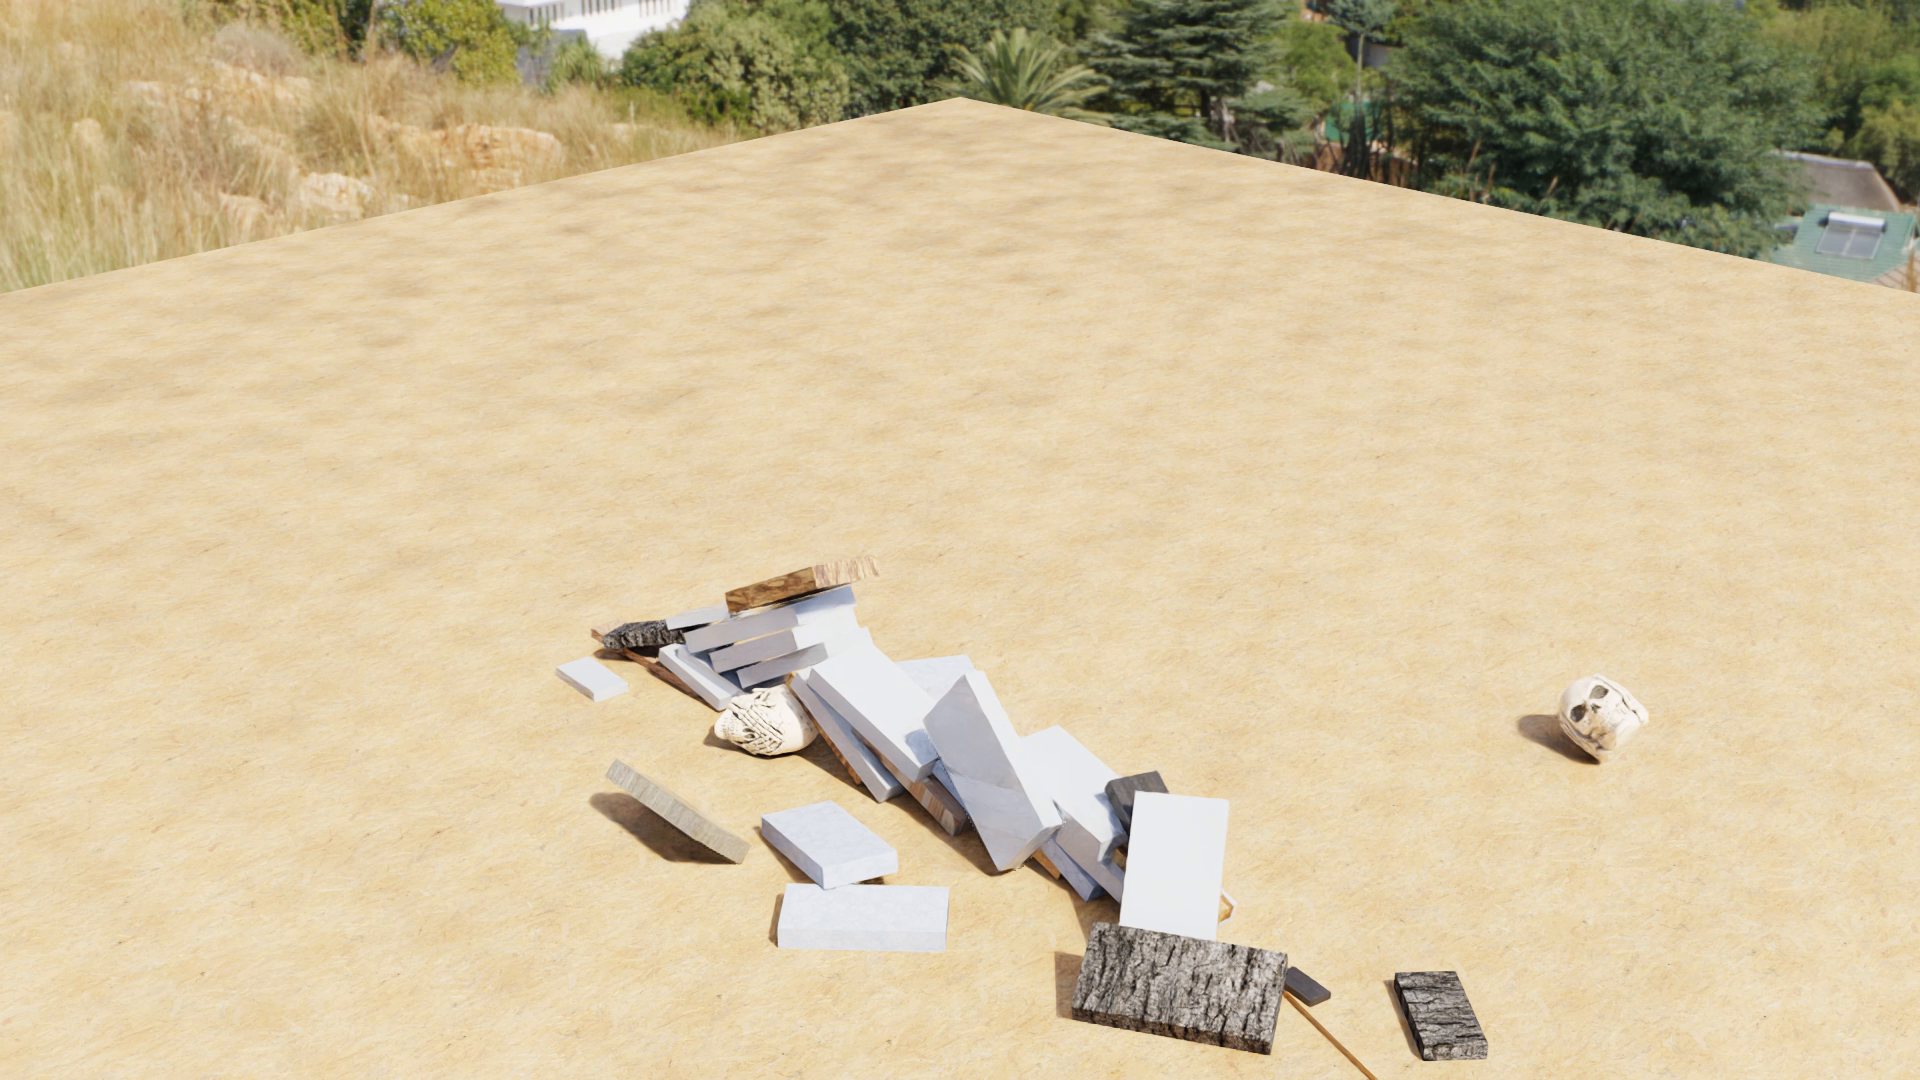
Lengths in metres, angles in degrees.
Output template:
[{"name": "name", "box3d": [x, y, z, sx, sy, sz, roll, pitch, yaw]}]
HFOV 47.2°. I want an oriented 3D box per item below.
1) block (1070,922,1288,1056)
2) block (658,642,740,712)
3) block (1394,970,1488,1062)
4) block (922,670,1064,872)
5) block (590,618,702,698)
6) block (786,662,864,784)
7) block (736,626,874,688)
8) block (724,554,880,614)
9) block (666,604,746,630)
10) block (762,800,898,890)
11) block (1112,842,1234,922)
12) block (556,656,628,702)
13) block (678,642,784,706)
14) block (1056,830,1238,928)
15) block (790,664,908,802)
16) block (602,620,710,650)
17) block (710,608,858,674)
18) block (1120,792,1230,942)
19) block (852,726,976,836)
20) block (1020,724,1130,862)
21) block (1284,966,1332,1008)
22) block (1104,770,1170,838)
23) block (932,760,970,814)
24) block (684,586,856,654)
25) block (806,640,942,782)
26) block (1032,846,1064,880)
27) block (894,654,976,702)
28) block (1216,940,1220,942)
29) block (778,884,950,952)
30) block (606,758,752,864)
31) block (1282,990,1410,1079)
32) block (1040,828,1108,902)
[{"name": "block", "box3d": [0.379, 0.770, 3.790, 0.343, 0.049, 0.171, 7, 51, 16]}, {"name": "block", "box3d": [-0.565, 0.298, 4.945, 0.112, 0.032, 0.224, -19, 42, -40]}, {"name": "block", "box3d": [0.827, 0.819, 3.792, 0.108, 0.031, 0.217, -1, 23, -3]}, {"name": "block", "box3d": [0.059, 0.442, 4.223, 0.049, 0.171, 0.343, -8, 60, -40]}, {"name": "block", "box3d": [-0.699, 0.270, 5.093, 0.085, 0.024, 0.427, -20, 30, -38]}, {"name": "block", "box3d": [-0.232, 0.377, 4.640, 0.141, 0.040, 0.283, -17, 58, -39]}, {"name": "block", "box3d": [-0.338, 0.254, 4.771, 0.283, 0.040, 0.141, -20, -1, 41]}, {"name": "block", "box3d": [-0.340, 0.094, 4.699, 0.167, 0.047, 0.334, -11, -3, -40]}, {"name": "block", "box3d": [-0.571, 0.169, 4.983, 0.171, 0.024, 0.086, -11, 8, 27]}, {"name": "block", "box3d": [-0.256, 0.587, 4.260, 0.153, 0.043, 0.305, -10, 17, -26]}, {"name": "block", "box3d": [0.392, 0.632, 4.055, 0.108, 0.031, 0.217, -16, 44, -35]}, {"name": "block", "box3d": [-0.835, 0.315, 4.986, 0.085, 0.024, 0.171, -18, 29, -36]}, {"name": "block", "box3d": [-0.513, 0.286, 4.919, 0.224, 0.032, 0.112, 31, 36, 30]}, {"name": "block", "box3d": [0.348, 0.623, 4.121, 0.162, 0.046, 0.324, -18, 45, -37]}, {"name": "block", "box3d": [-0.193, 0.385, 4.587, 0.164, 0.046, 0.328, -19, 59, -40]}, {"name": "block", "box3d": [-0.699, 0.213, 5.070, 0.224, 0.032, 0.112, -6, 11, 23]}, {"name": "block", "box3d": [-0.385, 0.220, 4.787, 0.167, 0.047, 0.334, -18, 0, -39]}, {"name": "block", "box3d": [0.383, 0.629, 3.953, 0.171, 0.049, 0.347, 4, 62, 10]}, {"name": "block", "box3d": [-0.054, 0.452, 4.486, 0.164, 0.046, 0.328, -20, 52, -39]}, {"name": "block", "box3d": [0.224, 0.480, 4.207, 0.162, 0.046, 0.324, -16, 39, -35]}, {"name": "block", "box3d": [0.600, 0.784, 3.861, 0.049, 0.014, 0.097, -15, 27, -31]}, {"name": "block", "box3d": [0.363, 0.534, 4.088, 0.108, 0.031, 0.217, -8, 53, -27]}, {"name": "block", "box3d": [0.058, 0.512, 4.393, 0.112, 0.032, 0.224, -21, 56, -39]}, {"name": "block", "box3d": [-0.419, 0.175, 4.815, 0.167, 0.047, 0.401, -19, 2, -44]}, {"name": "block", "box3d": [-0.142, 0.348, 4.502, 0.164, 0.046, 0.328, -24, 54, -41]}, {"name": "block", "box3d": [0.164, 0.566, 4.305, 0.112, 0.032, 0.224, -17, 44, -37]}, {"name": "block", "box3d": [-0.104, 0.321, 4.954, 0.283, 0.040, 0.141, -6, 24, -13]}, {"name": "block", "box3d": [0.482, 0.754, 3.967, 0.097, 0.014, 0.049, 21, 31, 40]}, {"name": "block", "box3d": [-0.176, 0.697, 4.063, 0.305, 0.043, 0.153, 1, 23, 2]}, {"name": "block", "box3d": [-0.557, 0.532, 4.331, 0.305, 0.043, 0.153, 25, -10, 45]}, {"name": "block", "box3d": [0.678, 0.864, 3.707, 0.049, 0.014, 0.467, -10, 25, -23]}, {"name": "block", "box3d": [0.212, 0.543, 4.259, 0.162, 0.046, 0.324, -17, 52, -36]}]
